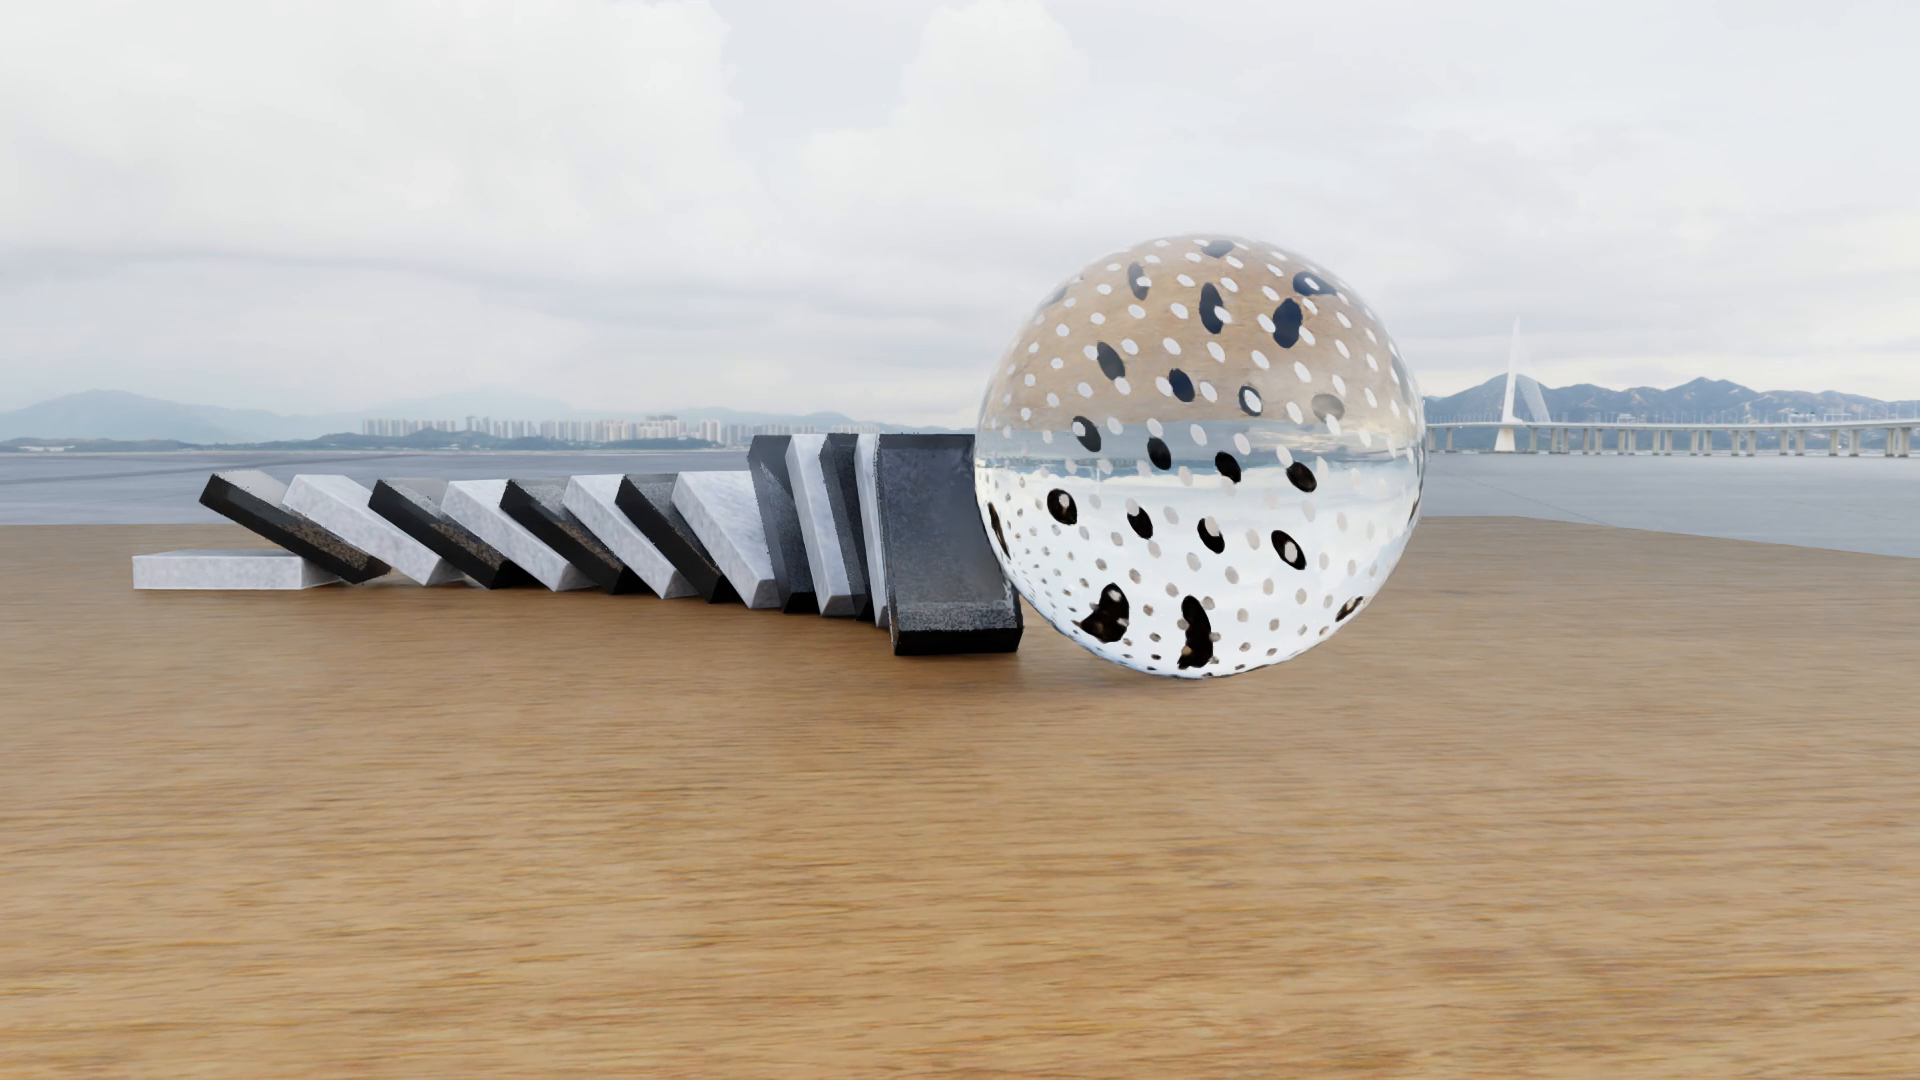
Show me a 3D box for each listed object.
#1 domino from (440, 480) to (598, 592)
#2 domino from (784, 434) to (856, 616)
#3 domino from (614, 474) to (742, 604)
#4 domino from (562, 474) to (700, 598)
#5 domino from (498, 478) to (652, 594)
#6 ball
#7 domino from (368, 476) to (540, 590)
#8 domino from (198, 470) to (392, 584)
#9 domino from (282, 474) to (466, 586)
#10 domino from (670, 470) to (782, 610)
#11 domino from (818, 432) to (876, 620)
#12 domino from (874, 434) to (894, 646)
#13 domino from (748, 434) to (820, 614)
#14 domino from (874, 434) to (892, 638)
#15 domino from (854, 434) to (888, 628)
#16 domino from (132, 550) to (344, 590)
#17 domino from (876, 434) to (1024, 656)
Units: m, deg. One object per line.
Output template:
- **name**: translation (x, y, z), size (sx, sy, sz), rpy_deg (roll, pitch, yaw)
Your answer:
- **domino**: translation (-0.129, -0.002, 0.388), size (0.050, 0.010, 0.025), rpy_deg (31, 16, 20)
- **domino**: translation (-0.027, -0.005, 0.329), size (0.025, 0.050, 0.010), rpy_deg (-1, -35, -24)
- **domino**: translation (-0.073, -0.002, 0.362), size (0.025, 0.009, 0.050), rpy_deg (-5, 37, -49)
- **domino**: translation (-0.090, -0.002, 0.372), size (0.050, 0.009, 0.025), rpy_deg (38, 24, 28)
- **domino**: translation (-0.110, -0.002, 0.381), size (0.050, 0.009, 0.025), rpy_deg (33, 18, 22)
- **ball**: translation (0.042, -0.015, 0.233), size (0.080, 0.080, 0.080), rpy_deg (0, 4, 0)
- **domino**: translation (-0.152, -0.003, 0.392), size (0.050, 0.009, 0.025), rpy_deg (31, 13, 15)
- **domino**: translation (-0.198, -0.004, 0.387), size (0.050, 0.009, 0.025), rpy_deg (29, 5, -4)
- **domino**: translation (-0.176, -0.004, 0.392), size (0.050, 0.010, 0.025), rpy_deg (30, 5, 3)
- **domino**: translation (-0.056, -0.001, 0.351), size (0.025, 0.010, 0.050), rpy_deg (-3, 38, -40)
- **domino**: translation (-0.018, -0.004, 0.320), size (0.025, 0.050, 0.010), rpy_deg (-1, -35, -24)
- **domino**: translation (-0.004, -0.001, 0.283), size (0.025, 0.050, 0.010), rpy_deg (-1, -35, -10)
- **domino**: translation (-0.038, -0.005, 0.337), size (0.025, 0.050, 0.009), rpy_deg (-2, -34, -25)
- **domino**: translation (-0.005, -0.002, 0.295), size (0.025, 0.050, 0.010), rpy_deg (-1, -35, -10)
- **domino**: translation (-0.010, -0.003, 0.308), size (0.025, 0.050, 0.010), rpy_deg (0, -35, -15)
- **domino**: translation (-0.218, 0.009, 0.389), size (0.050, 0.010, 0.025), rpy_deg (0, 4, 2)
- **domino**: translation (-0.003, 0.000, 0.271), size (0.025, 0.050, 0.009), rpy_deg (-1, -35, -10)
